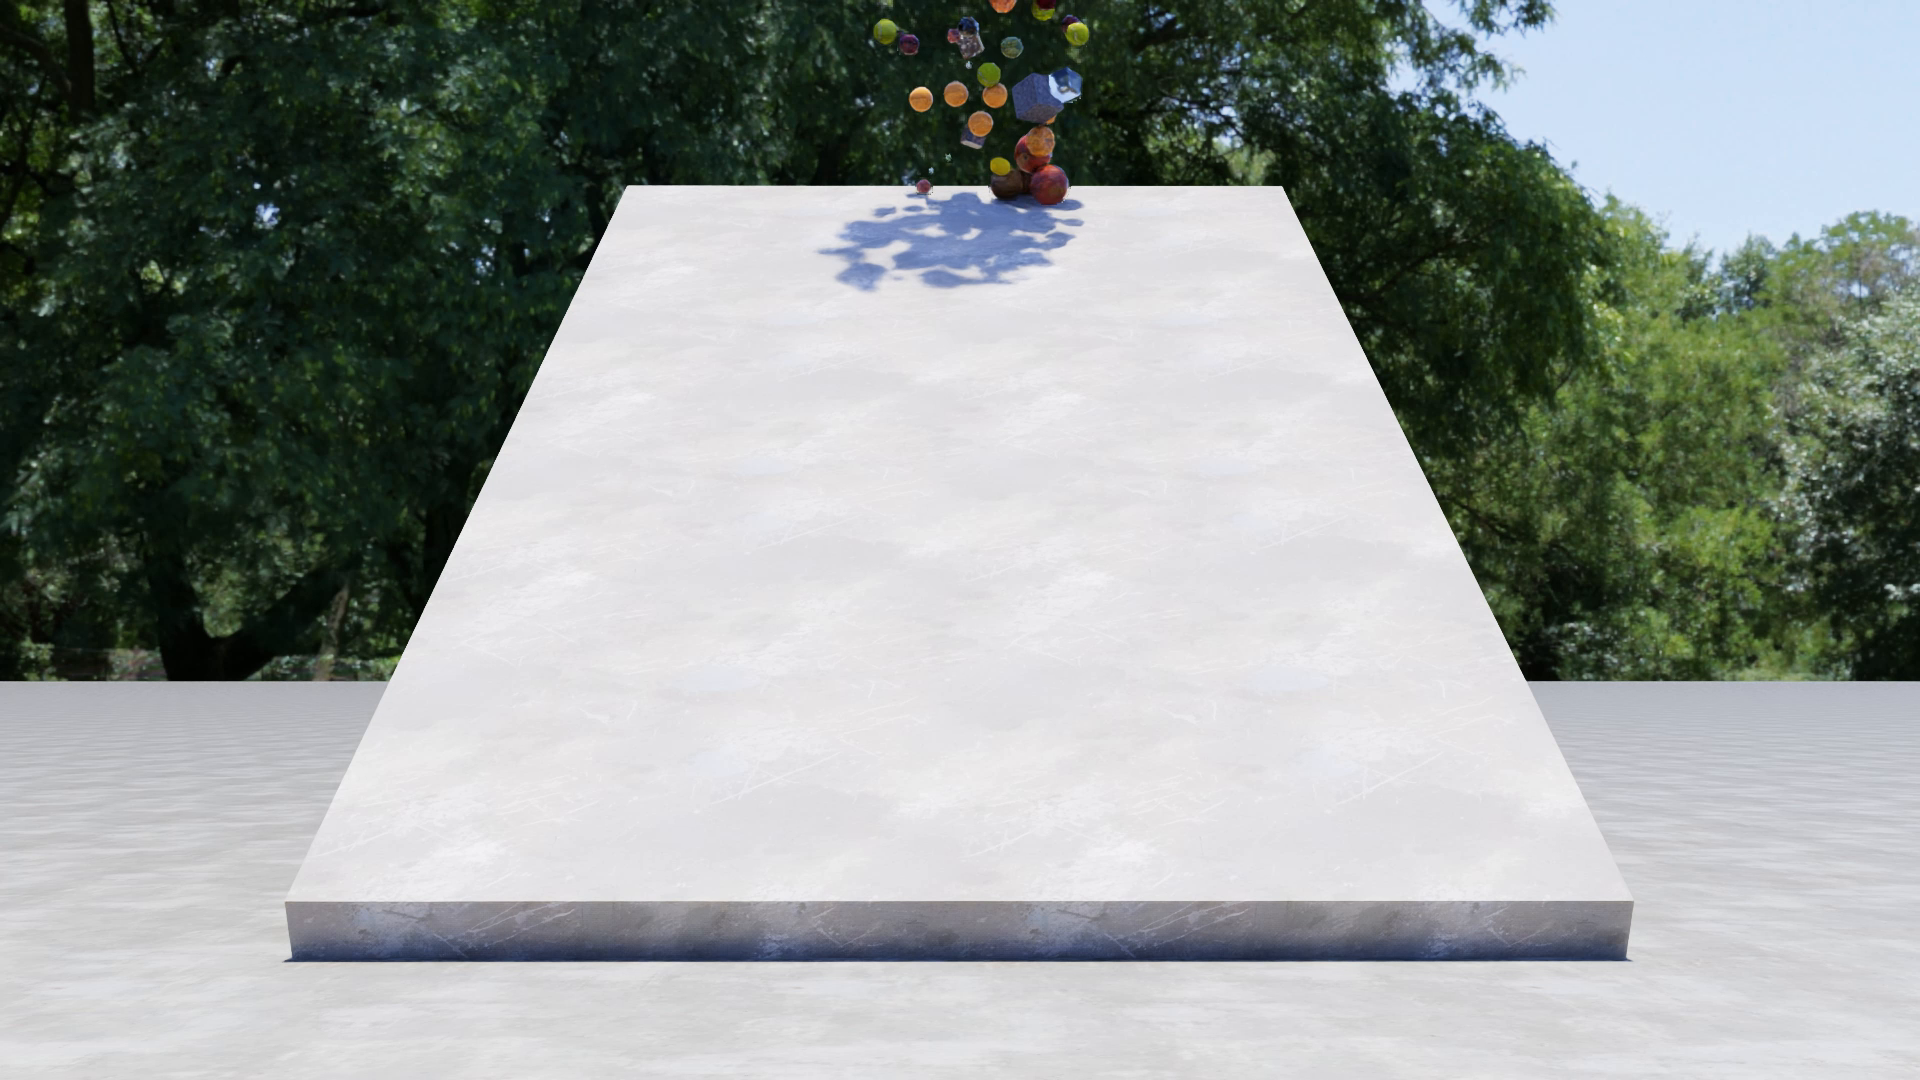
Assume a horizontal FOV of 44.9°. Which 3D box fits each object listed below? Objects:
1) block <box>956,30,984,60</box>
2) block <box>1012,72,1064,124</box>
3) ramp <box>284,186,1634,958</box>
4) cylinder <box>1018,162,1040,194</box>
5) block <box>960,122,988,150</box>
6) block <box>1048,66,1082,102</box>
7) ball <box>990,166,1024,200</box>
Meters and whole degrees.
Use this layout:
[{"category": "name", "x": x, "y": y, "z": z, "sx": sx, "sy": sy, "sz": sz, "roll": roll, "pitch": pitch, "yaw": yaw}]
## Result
[{"category": "block", "x": 0.031, "y": -1.504, "z": 7.053, "sx": 0.063, "sy": 0.063, "sz": 0.063, "roll": -20, "pitch": 21, "yaw": 12}, {"category": "block", "x": 0.228, "y": -1.296, "z": 6.826, "sx": 0.100, "sy": 0.100, "sz": 0.100, "roll": 4, "pitch": -21, "yaw": -38}, {"category": "ramp", "x": -0.008, "y": -0.228, "z": 5.293, "sx": 2.000, "sy": 0.100, "sz": 4.000, "roll": 0, "pitch": 24, "yaw": 0}, {"category": "cylinder", "x": 0.201, "y": -1.090, "z": 7.000, "sx": 0.070, "sy": 0.070, "sz": 0.070, "roll": 1, "pitch": -38, "yaw": -14}, {"category": "block", "x": 0.042, "y": -1.212, "z": 6.961, "sx": 0.058, "sy": 0.058, "sz": 0.058, "roll": 17, "pitch": -3, "yaw": -19}, {"category": "block", "x": 0.301, "y": -1.305, "z": 6.663, "sx": 0.064, "sy": 0.064, "sz": 0.064, "roll": -18, "pitch": -27, "yaw": 32}, {"category": "ball", "x": 0.139, "y": -1.067, "z": 6.945, "sx": 0.100, "sy": 0.100, "sz": 0.100, "roll": 0, "pitch": -3, "yaw": 0}]
